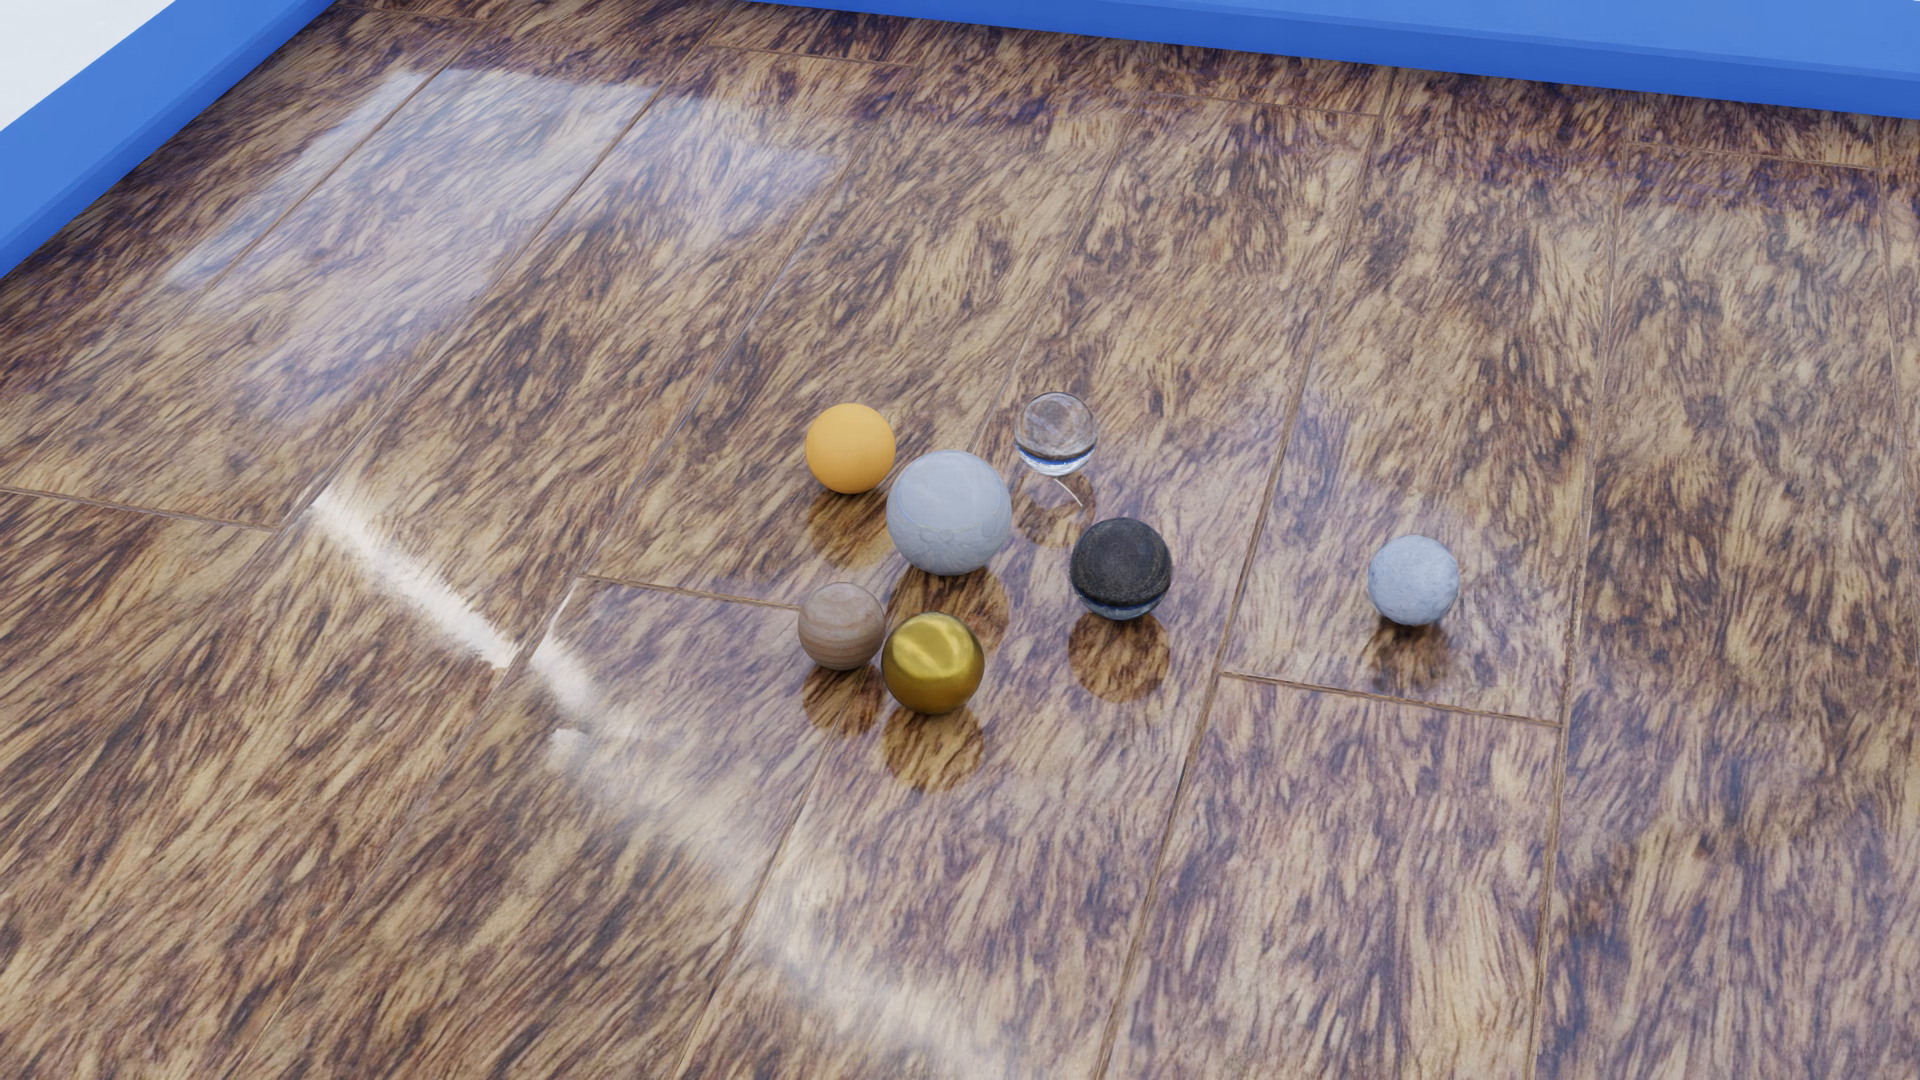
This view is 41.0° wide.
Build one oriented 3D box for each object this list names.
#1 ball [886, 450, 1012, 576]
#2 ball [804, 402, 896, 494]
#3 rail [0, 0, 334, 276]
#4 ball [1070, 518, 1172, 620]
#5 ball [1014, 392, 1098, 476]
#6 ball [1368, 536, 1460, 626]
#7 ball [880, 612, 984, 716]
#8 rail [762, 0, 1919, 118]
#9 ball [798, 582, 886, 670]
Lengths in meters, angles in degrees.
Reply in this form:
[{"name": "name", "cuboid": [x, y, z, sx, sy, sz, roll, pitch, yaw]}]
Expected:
[{"name": "ball", "cuboid": [-0.009, -0.021, 1.964, 0.097, 0.097, 0.097, 0, 34, 0]}, {"name": "ball", "cuboid": [-0.088, -0.074, 2.064, 0.073, 0.073, 0.073, 0, 34, 0]}, {"name": "rail", "cuboid": [-0.932, -0.157, 2.138, 0.045, 0.126, 2.135, 8, 35, 12]}, {"name": "ball", "cuboid": [0.120, 0.022, 1.918, 0.077, 0.077, 0.077, 0, 34, 0]}, {"name": "ball", "cuboid": [0.078, -0.086, 2.086, 0.069, 0.069, 0.069, 0, 34, 0]}, {"name": "ball", "cuboid": [0.338, 0.030, 1.914, 0.068, 0.068, 0.068, 0, 34, 0]}, {"name": "ball", "cuboid": [-0.019, 0.088, 1.824, 0.074, 0.074, 0.074, 0, 34, 0]}, {"name": "rail", "cuboid": [1.218, -0.447, 2.570, 3.948, 0.126, 0.045, 8, 35, 12]}, {"name": "ball", "cuboid": [-0.086, 0.063, 1.869, 0.065, 0.065, 0.065, 0, 34, 0]}]
